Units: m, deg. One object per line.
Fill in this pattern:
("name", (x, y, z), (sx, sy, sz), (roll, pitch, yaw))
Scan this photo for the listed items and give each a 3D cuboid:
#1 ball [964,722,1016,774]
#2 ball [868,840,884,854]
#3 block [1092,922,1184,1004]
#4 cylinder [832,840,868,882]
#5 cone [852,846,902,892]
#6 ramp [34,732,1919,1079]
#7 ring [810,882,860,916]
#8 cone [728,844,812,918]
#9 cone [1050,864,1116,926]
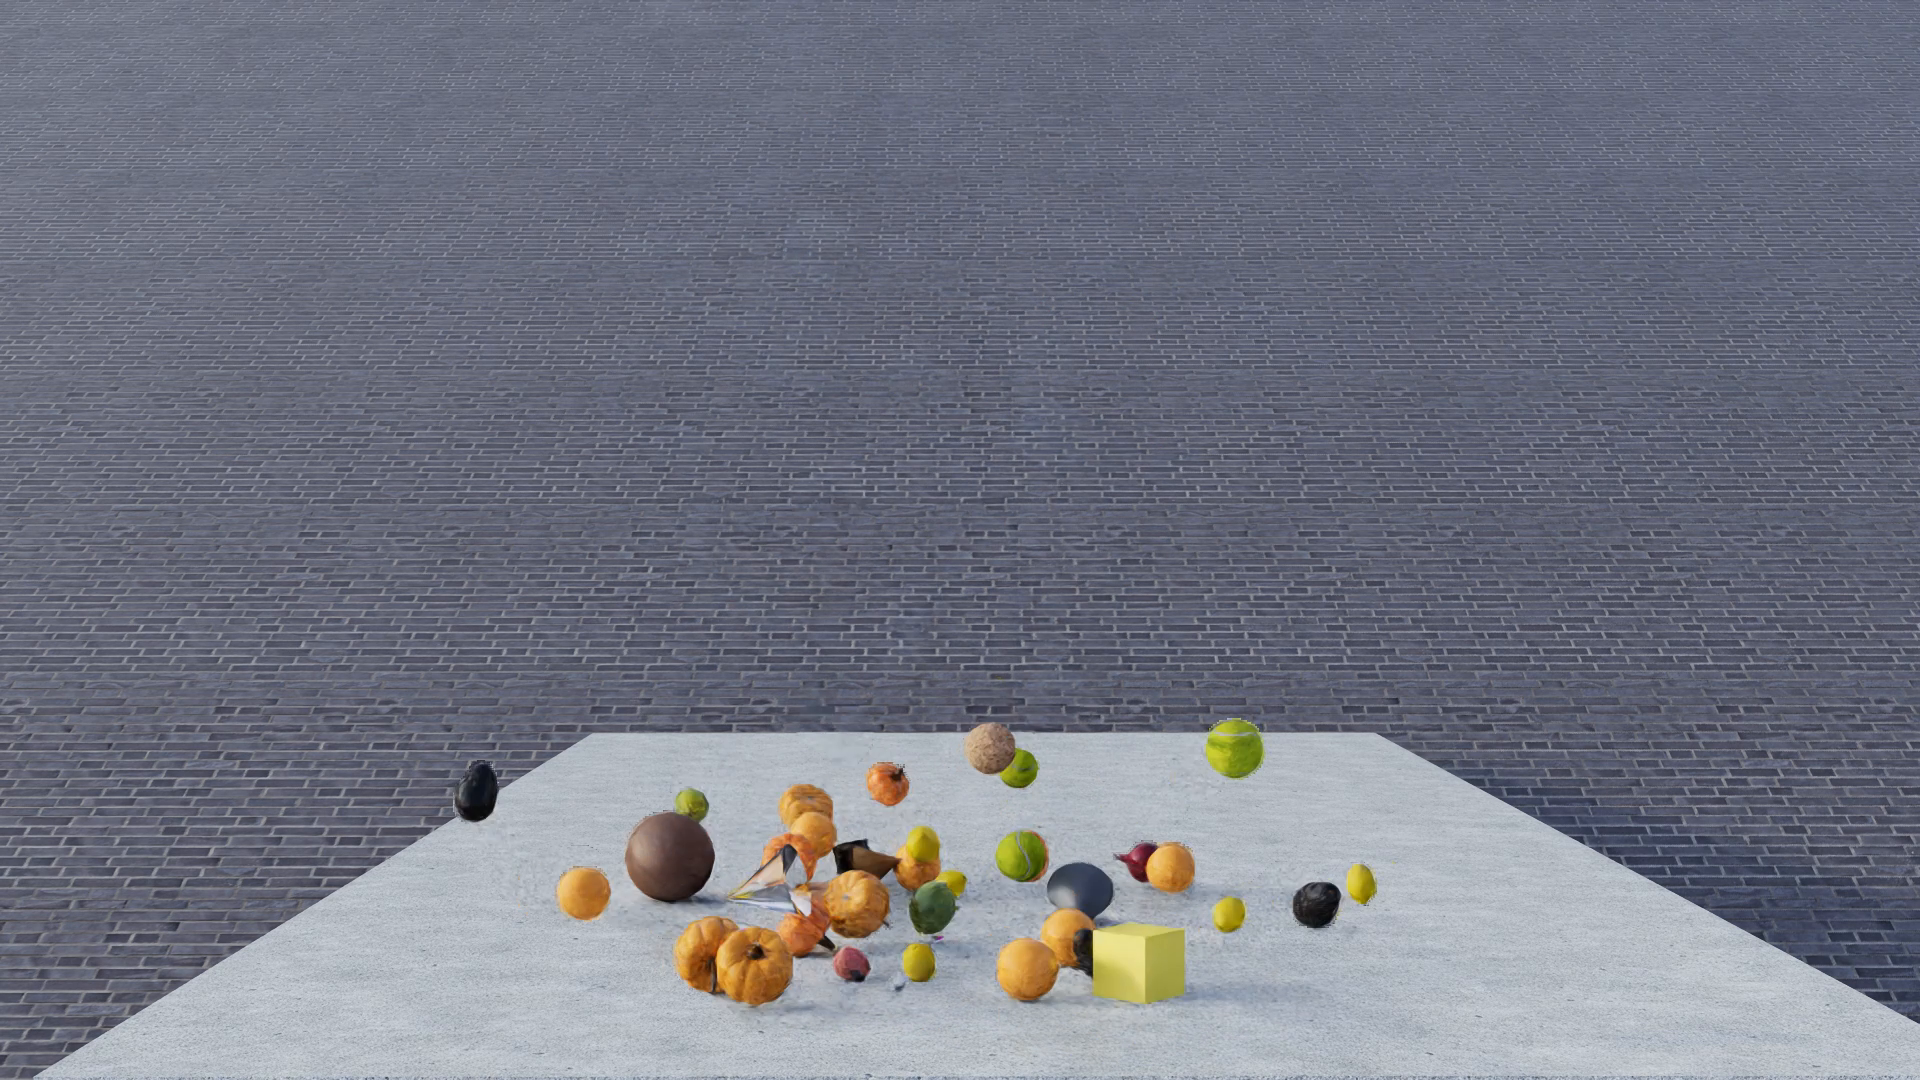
("ball", (0.052, 0.356, 4.415), (0.088, 0.088, 0.088), (0, 28, 0))
("ball", (-0.146, 0.495, 4.017), (0.058, 0.058, 0.058), (0, 28, 0))
("block", (0.210, 0.497, 3.043), (0.077, 0.077, 0.077), (1, 1, 40))
("cylinder", (-0.163, 0.491, 3.959), (0.054, 0.054, 0.054), (-13, -11, -3))
("cone", (-0.116, 0.483, 3.852), (0.068, 0.068, 0.068), (-15, 25, 13))
("ramp", (0.063, 0.567, 4.608), (2.000, 0.100, 4.000), (0, 1, 0))
("ring", (-0.196, 0.511, 3.671), (0.111, 0.037, 0.111), (1, 0, 0))
("cone", (-0.251, 0.444, 3.273), (0.096, 0.096, 0.096), (-16, 26, 11))
("cone", (0.164, 0.509, 3.554), (0.093, 0.093, 0.093), (4, 19, 8))
